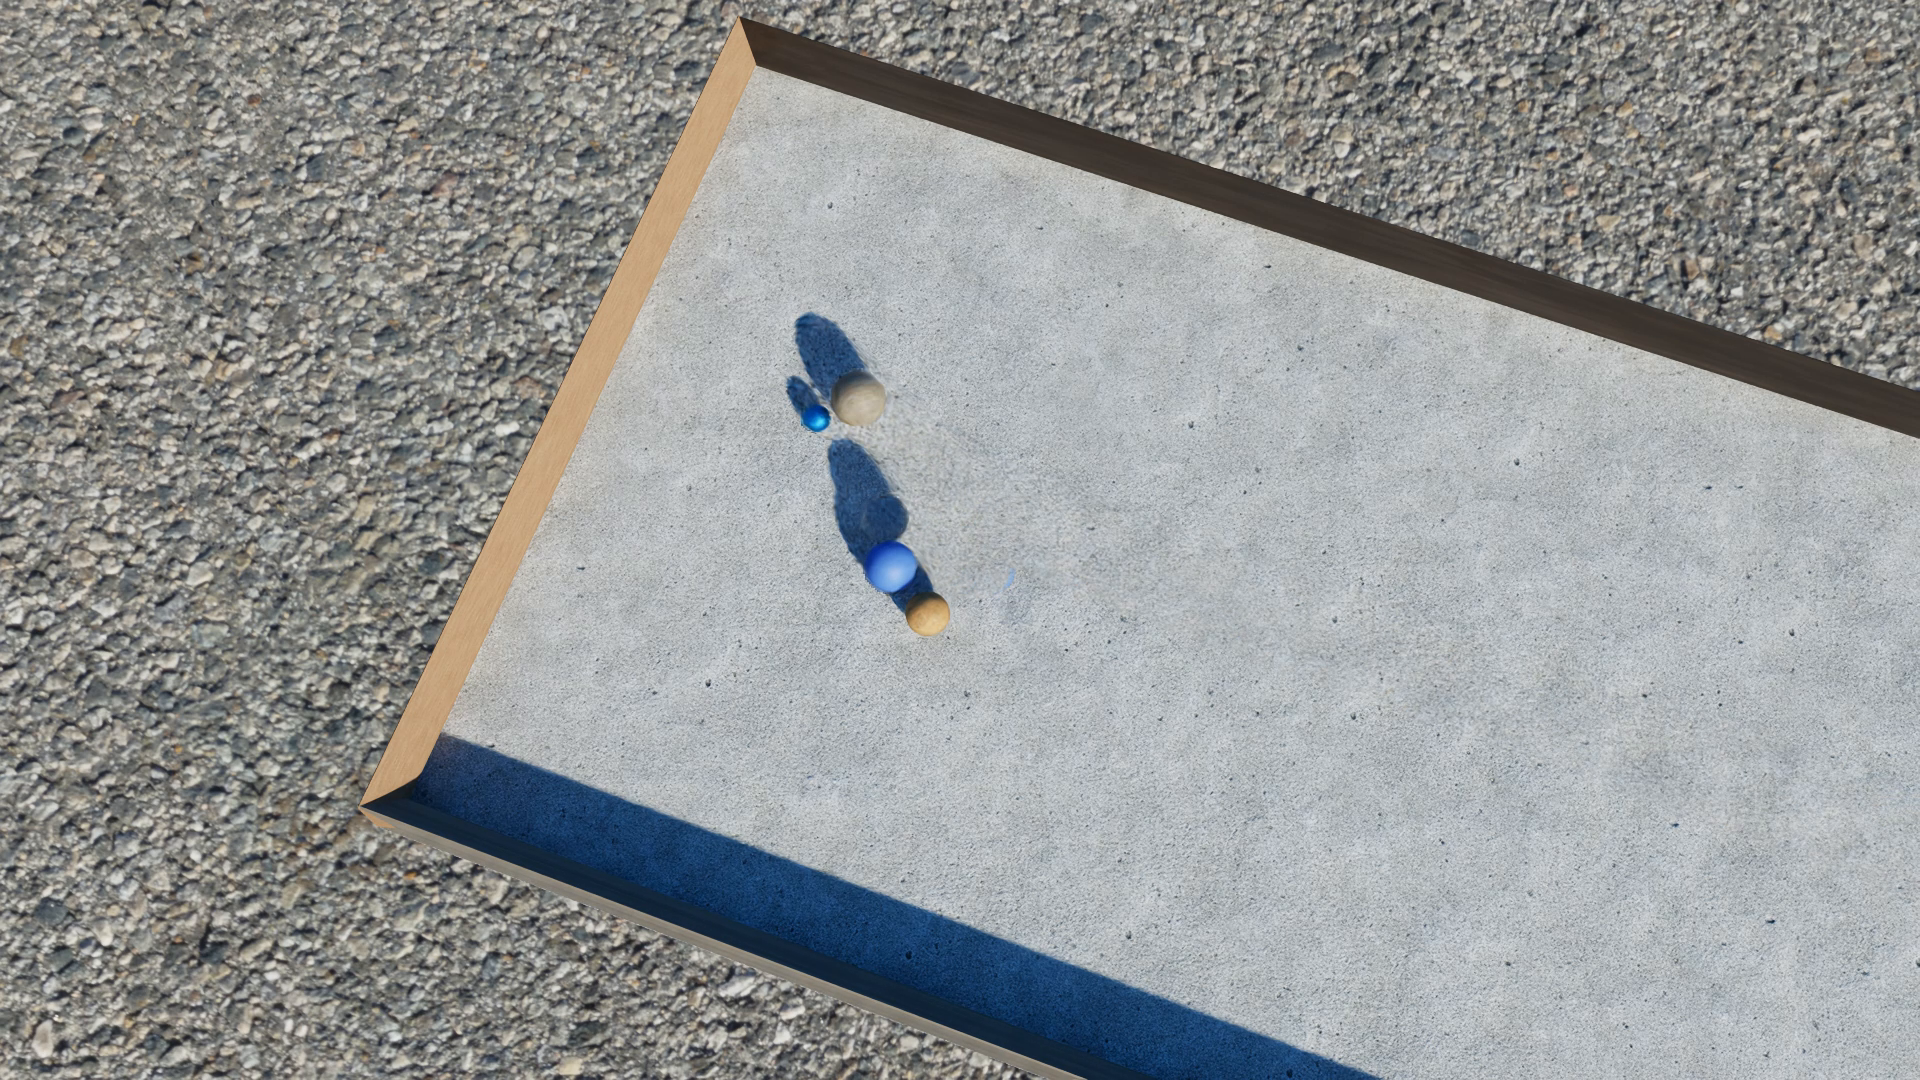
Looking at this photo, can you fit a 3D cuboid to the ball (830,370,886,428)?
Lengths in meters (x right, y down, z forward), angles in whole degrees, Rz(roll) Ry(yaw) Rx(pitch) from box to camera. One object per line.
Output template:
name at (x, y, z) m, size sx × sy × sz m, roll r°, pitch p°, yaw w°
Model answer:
ball at (-0.164, -0.227, 3.544) m, size 0.090 × 0.090 × 0.090 m, roll 0°, pitch 69°, yaw 0°

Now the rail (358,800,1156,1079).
rail at (0.384, 0.828, 3.120) m, size 2.690 × 0.117 × 0.045 m, roll 19°, pitch 70°, yaw 7°

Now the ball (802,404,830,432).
ball at (-0.232, -0.197, 3.557) m, size 0.044 × 0.044 × 0.044 m, roll 0°, pitch 69°, yaw 0°

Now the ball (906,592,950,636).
ball at (-0.050, 0.115, 3.423) m, size 0.070 × 0.070 × 0.070 m, roll 0°, pitch 69°, yaw 0°

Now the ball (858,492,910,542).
ball at (-0.120, -0.035, 3.476) m, size 0.079 × 0.079 × 0.079 m, roll 0°, pitch 69°, yaw 0°

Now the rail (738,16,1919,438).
rail at (0.877, -0.411, 3.600) m, size 2.690 × 0.117 × 0.045 m, roll 19°, pitch 70°, yaw 7°

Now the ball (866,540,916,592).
ball at (-0.108, 0.041, 3.446) m, size 0.080 × 0.080 × 0.080 m, roll 0°, pitch 69°, yaw 0°

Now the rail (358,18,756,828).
rail at (-0.608, -0.220, 3.526) m, size 0.045 × 0.117 × 1.464 m, roll 19°, pitch 70°, yaw 7°
